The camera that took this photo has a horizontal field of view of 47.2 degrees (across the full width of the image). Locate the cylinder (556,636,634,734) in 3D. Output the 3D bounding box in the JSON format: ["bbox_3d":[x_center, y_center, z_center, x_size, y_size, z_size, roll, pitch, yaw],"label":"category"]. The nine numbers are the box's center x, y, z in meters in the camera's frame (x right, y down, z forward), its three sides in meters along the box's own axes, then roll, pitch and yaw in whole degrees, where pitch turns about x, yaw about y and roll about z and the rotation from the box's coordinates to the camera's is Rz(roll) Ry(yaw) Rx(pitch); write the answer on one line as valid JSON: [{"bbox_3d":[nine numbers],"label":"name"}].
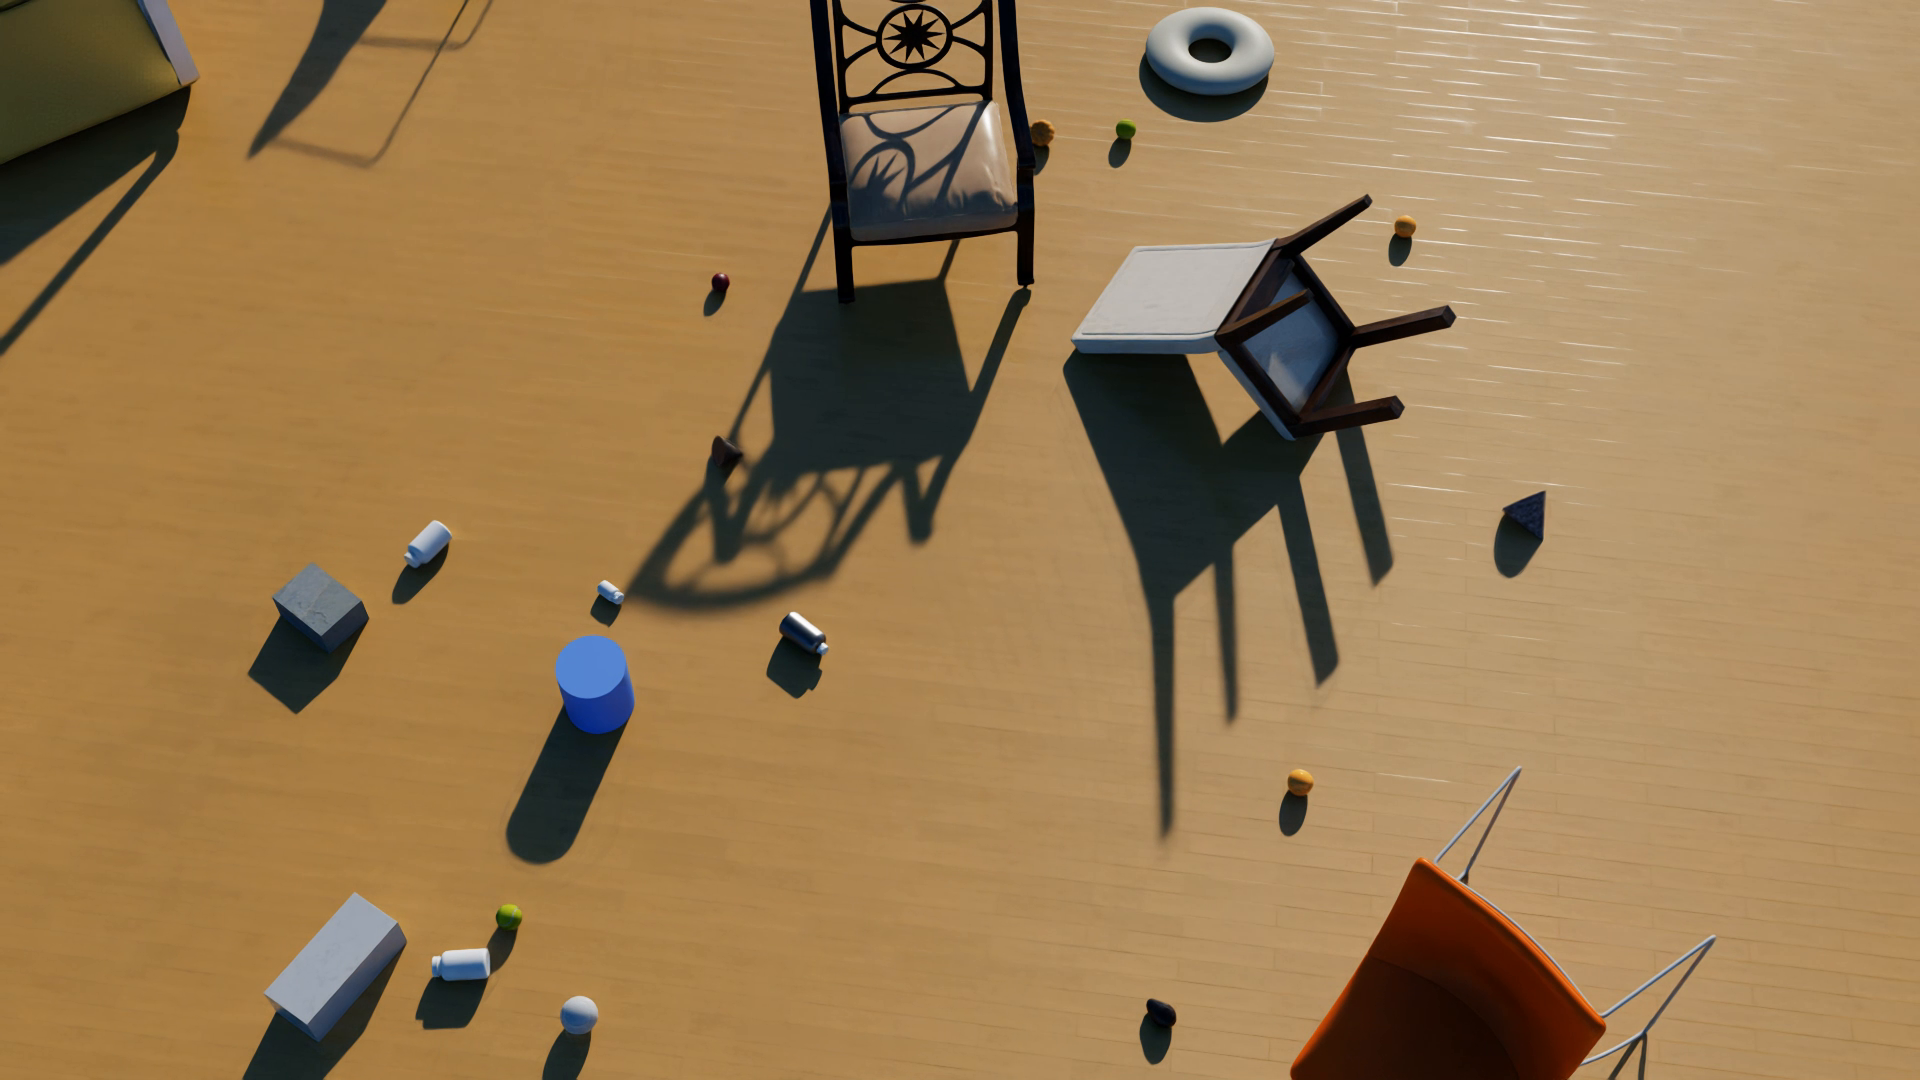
[{"bbox_3d":[-1.024,0.407,6.180,0.196,0.201,0.204,-6,56,-4],"label":"cylinder"}]

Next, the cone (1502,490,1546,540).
[{"bbox_3d":[1.717,-0.059,6.580,0.144,0.120,0.136,-22,83,-9],"label":"cone"}]

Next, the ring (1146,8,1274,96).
[{"bbox_3d":[0.872,-1.707,7.676,0.451,0.073,0.417,8,57,6],"label":"ring"}]

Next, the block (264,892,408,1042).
[{"bbox_3d":[-1.629,1.116,5.749,0.152,0.126,0.340,29,61,18],"label":"block"}]

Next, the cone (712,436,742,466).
[{"bbox_3d":[-0.700,-0.266,6.729,0.086,0.085,0.109,6,30,-30],"label":"cone"}]

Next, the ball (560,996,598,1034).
[{"bbox_3d":[-0.985,1.230,5.689,0.099,0.099,0.099,0,56,0],"label":"ball"}]

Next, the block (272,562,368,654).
[{"bbox_3d":[-1.855,0.196,6.382,0.211,0.100,0.155,34,62,21],"label":"block"}]
